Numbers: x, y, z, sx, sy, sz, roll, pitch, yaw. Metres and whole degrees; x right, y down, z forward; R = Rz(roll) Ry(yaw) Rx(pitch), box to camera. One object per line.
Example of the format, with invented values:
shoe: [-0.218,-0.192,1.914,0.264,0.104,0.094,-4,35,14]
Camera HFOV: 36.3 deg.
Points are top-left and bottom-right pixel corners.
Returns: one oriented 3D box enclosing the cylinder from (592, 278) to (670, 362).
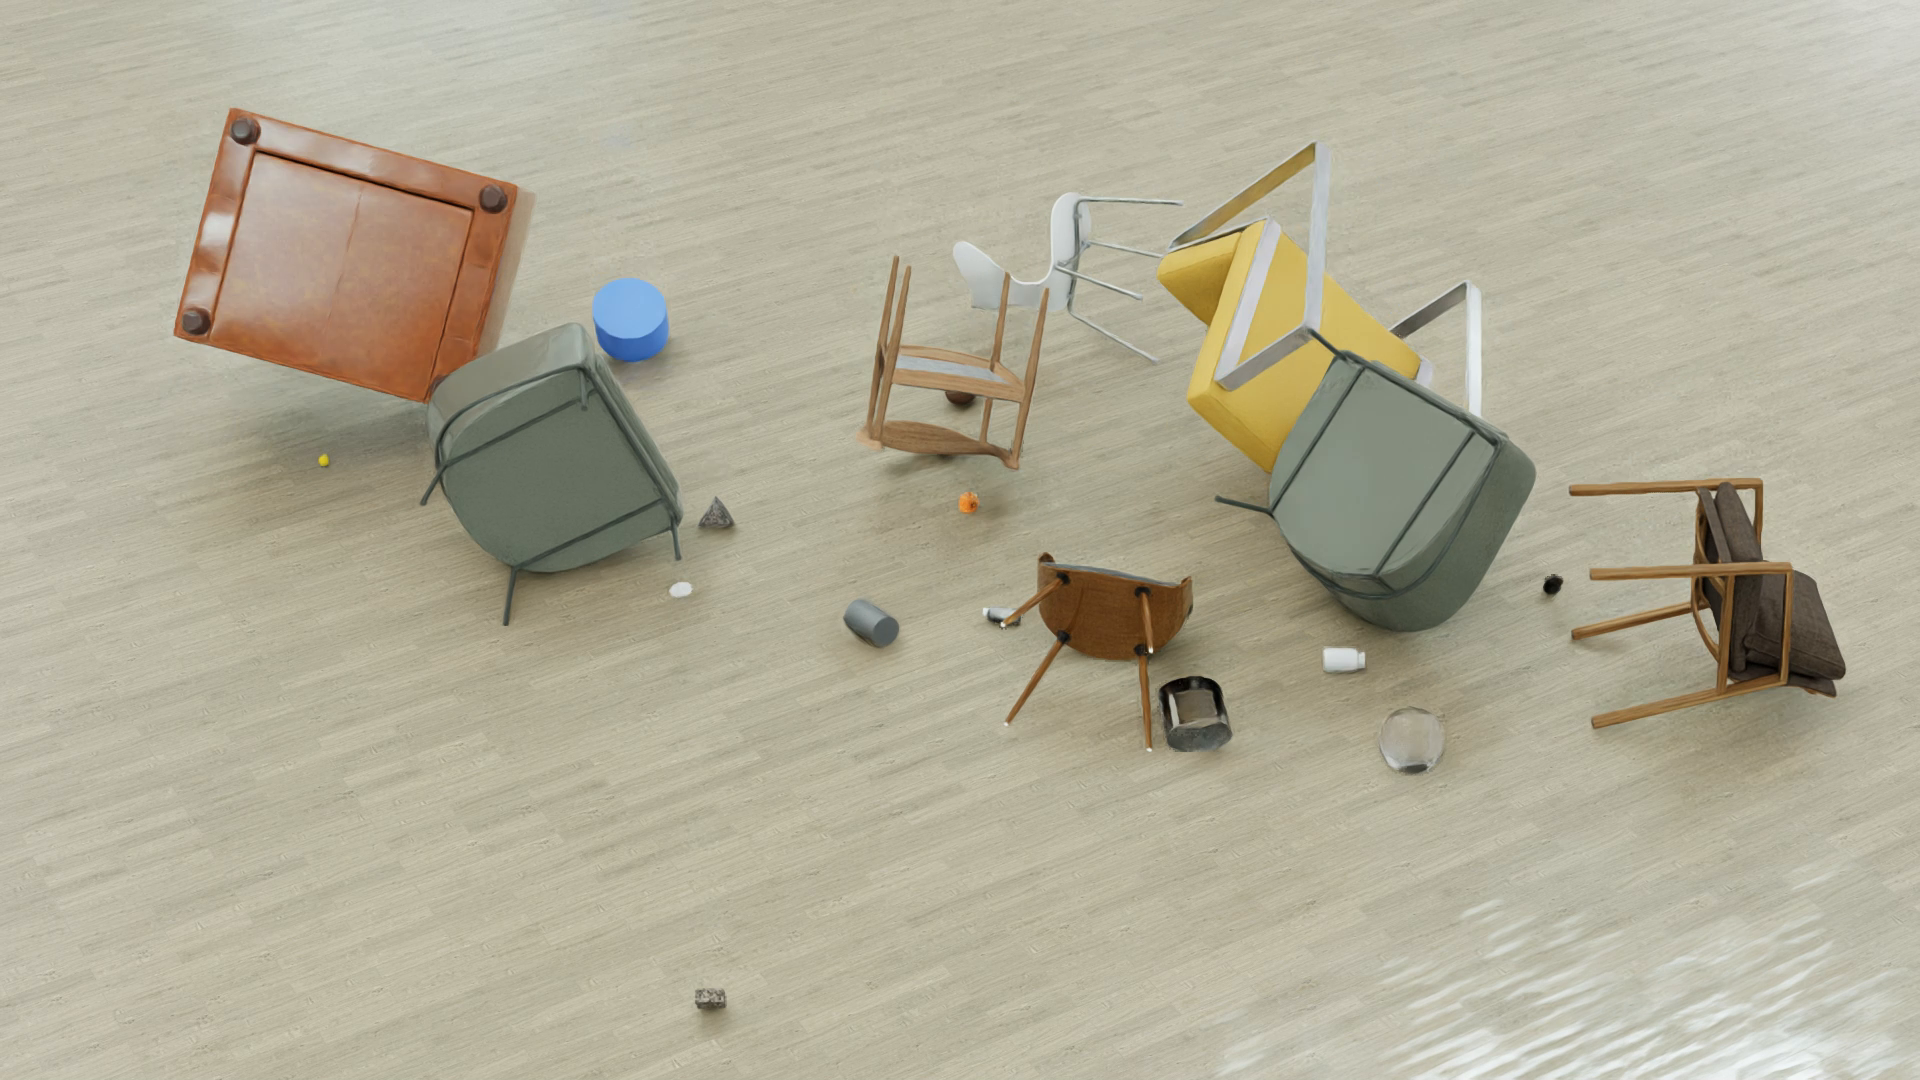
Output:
cylinder: [-1.355,-0.906,12.068,0.298,0.157,0.318,-26,61,-16]

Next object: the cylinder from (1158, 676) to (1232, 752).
cylinder: [0.793,0.590,9.926,0.223,0.135,0.248,-4,34,-2]

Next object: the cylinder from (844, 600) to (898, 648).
cylinder: [-0.314,0.294,10.381,0.152,0.137,0.114,31,85,38]

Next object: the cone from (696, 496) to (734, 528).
cone: [-0.936,-0.080,11.008,0.127,0.135,0.081,-31,24,8]

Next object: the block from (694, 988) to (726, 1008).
block: [-0.747,1.371,8.772,0.083,0.091,0.041,-3,70,-1]

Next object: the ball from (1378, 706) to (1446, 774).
ball: [1.499,0.666,9.730,0.224,0.224,0.224,0,33,0]
